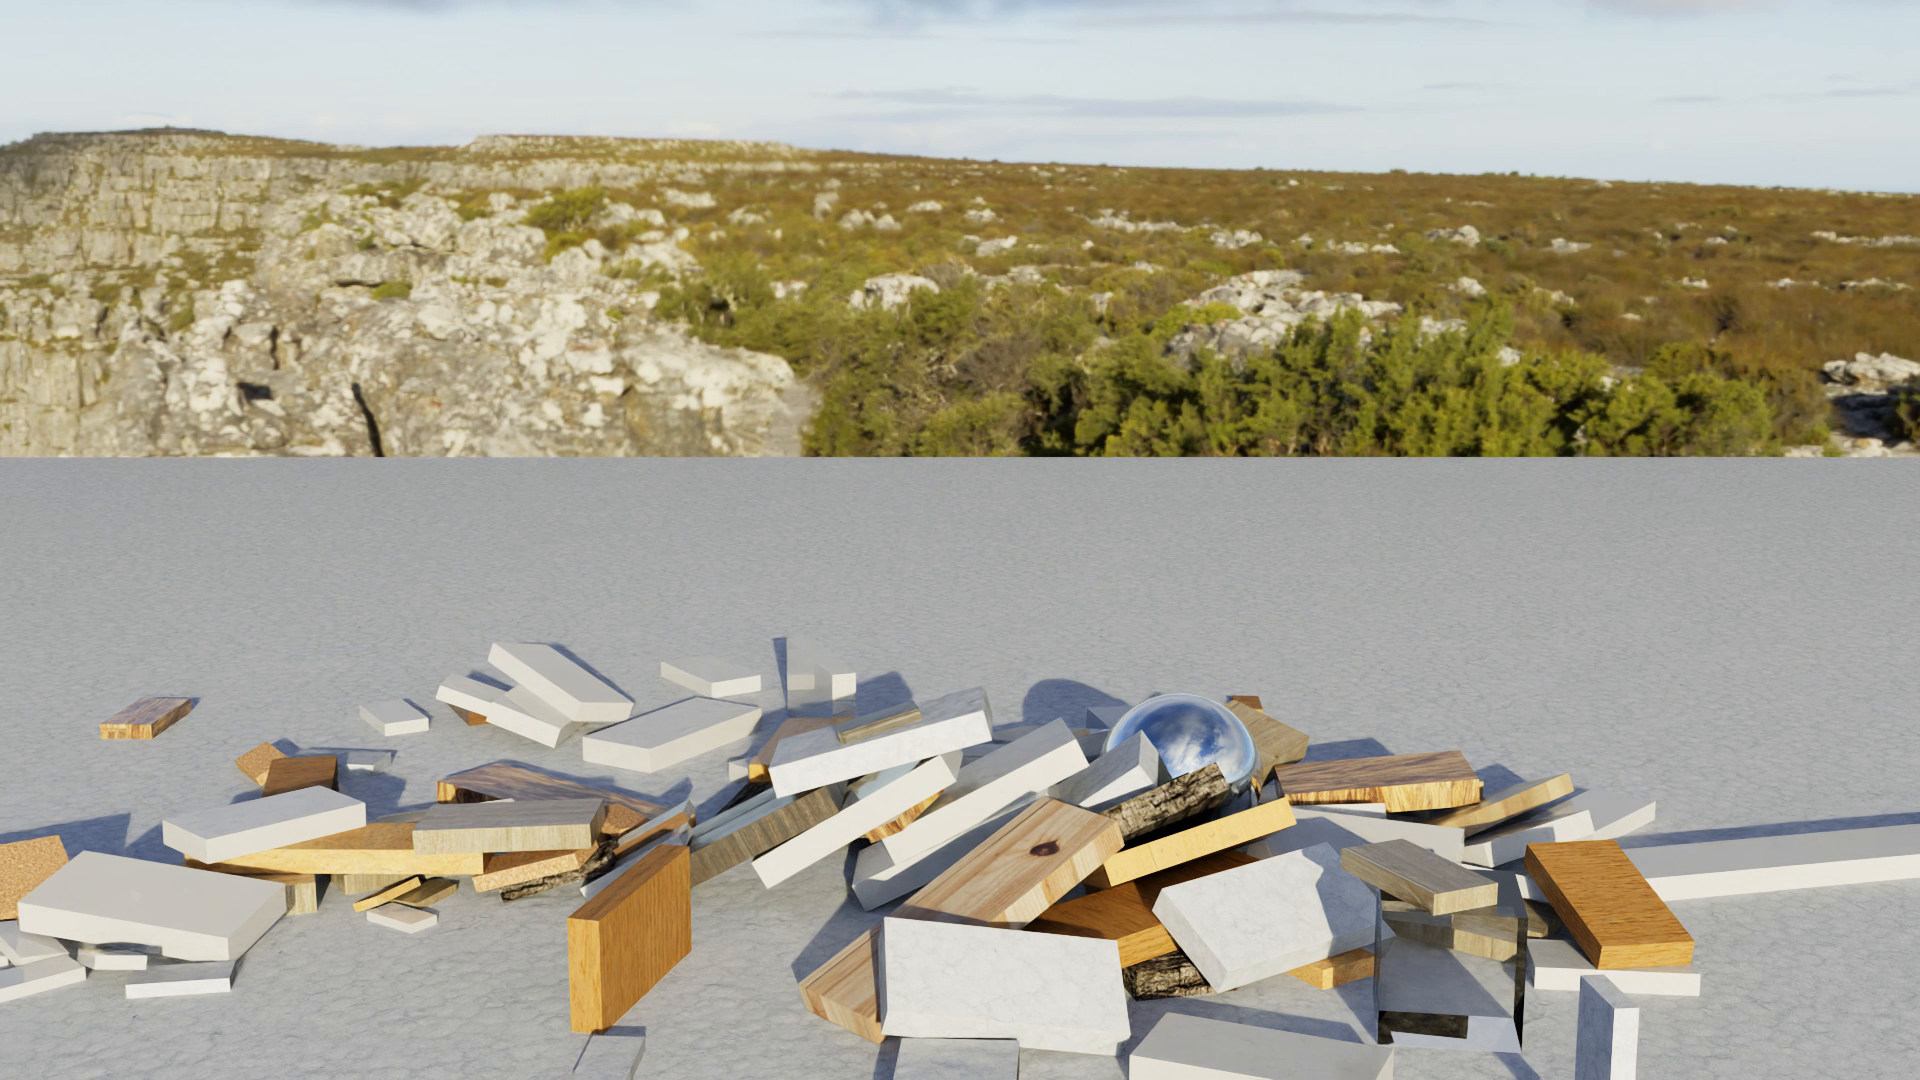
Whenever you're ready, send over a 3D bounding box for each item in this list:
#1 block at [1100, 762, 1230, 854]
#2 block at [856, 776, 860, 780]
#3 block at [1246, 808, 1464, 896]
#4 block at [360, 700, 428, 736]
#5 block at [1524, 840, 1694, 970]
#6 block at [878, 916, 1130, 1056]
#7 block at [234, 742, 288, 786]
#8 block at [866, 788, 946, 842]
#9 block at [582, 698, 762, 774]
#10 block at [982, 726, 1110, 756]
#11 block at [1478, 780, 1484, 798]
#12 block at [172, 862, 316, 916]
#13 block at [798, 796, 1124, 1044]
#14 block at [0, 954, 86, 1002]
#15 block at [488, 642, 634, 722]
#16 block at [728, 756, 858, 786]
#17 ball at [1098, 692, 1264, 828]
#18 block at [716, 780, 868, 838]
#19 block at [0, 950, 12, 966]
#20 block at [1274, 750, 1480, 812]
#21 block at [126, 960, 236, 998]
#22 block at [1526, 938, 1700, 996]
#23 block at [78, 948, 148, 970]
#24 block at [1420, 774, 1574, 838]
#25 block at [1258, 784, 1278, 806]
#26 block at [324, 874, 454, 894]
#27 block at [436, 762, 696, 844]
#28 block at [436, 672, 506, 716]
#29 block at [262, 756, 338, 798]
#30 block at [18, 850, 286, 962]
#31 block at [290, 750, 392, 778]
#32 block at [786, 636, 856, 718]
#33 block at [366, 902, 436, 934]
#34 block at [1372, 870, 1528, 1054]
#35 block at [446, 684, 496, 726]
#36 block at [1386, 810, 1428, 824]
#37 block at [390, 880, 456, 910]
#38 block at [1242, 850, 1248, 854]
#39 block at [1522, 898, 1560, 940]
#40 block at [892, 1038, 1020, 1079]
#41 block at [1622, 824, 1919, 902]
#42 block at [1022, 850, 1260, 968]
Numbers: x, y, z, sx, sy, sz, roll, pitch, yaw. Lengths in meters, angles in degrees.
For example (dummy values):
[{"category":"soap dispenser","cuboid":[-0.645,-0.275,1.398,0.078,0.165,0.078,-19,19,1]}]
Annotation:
[{"category":"block","cuboid":[0.224,0.484,3.525,0.416,0.049,0.173,-22,-20,-16]},{"category":"block","cuboid":[-0.068,0.491,4.087,0.147,0.042,0.518,-4,11,-20]},{"category":"block","cuboid":[0.641,0.515,3.575,0.328,0.046,0.164,5,29,20]},{"category":"block","cuboid":[-1.217,0.381,4.723,0.093,0.026,0.186,-6,12,-30]},{"category":"block","cuboid":[0.992,0.556,3.379,0.145,0.041,0.291,-2,24,-8]},{"category":"block","cuboid":[0.058,0.618,3.046,0.337,0.048,0.168,8,37,-10]},{"category":"block","cuboid":[-1.375,0.441,4.341,0.072,0.020,0.144,-33,26,-26]},{"category":"block","cuboid":[-0.087,0.441,3.595,0.073,0.021,0.146,-27,7,38]},{"category":"block","cuboid":[-0.591,0.401,4.552,0.173,0.049,0.371,6,12,31]},{"category":"block","cuboid":[0.158,0.407,4.378,0.147,0.042,0.293,-9,2,-33]},{"category":"block","cuboid":[0.856,0.467,4.153,0.231,0.033,0.116,-4,11,-18]},{"category":"block","cuboid":[-1.242,0.577,3.604,0.351,0.050,0.175,-4,11,-19]},{"category":"block","cuboid":[0.008,0.552,3.252,0.517,0.046,0.164,-33,29,-33]},{"category":"block","cuboid":[-1.386,0.654,3.271,0.143,0.020,0.072,-10,15,-43]},{"category":"block","cuboid":[-0.857,0.304,4.709,0.304,0.043,0.152,28,13,36]},{"category":"block","cuboid":[-0.324,0.462,4.260,0.125,0.035,0.249,-9,14,-40]},{"category":"ball","cuboid":[0.384,0.411,3.842,0.289,0.289,0.289,0,11,0]},{"category":"block","cuboid":[-0.248,0.485,3.969,0.344,0.048,0.169,-3,14,16]},{"category":"block","cuboid":[-1.482,0.632,3.400,0.054,0.015,0.109,-1,11,-5]},{"category":"block","cuboid":[0.760,0.448,4.029,0.347,0.049,0.173,-5,12,3]},{"category":"block","cuboid":[-1.157,0.653,3.271,0.146,0.021,0.073,-2,11,-10]},{"category":"block","cuboid":[0.977,0.641,3.303,0.237,0.034,0.118,1,11,7]},{"category":"block","cuboid":[-1.268,0.626,3.286,0.072,0.020,0.144,7,-9,-31]},{"category":"block","cuboid":[0.919,0.497,3.940,0.508,0.035,0.123,-10,-8,-46]},{"category":"block","cuboid":[0.522,0.488,4.127,0.324,0.033,0.116,3,11,14]},{"category":"block","cuboid":[-0.952,0.553,3.774,0.246,0.034,0.121,-7,12,-32]},{"category":"block","cuboid":[-0.733,0.495,4.060,0.532,0.043,0.152,8,13,37]},{"category":"block","cuboid":[-0.989,0.348,4.679,0.229,0.031,0.108,20,11,-3]},{"category":"block","cuboid":[-1.240,0.459,4.138,0.121,0.034,0.242,-2,11,-13]},{"category":"block","cuboid":[-1.256,0.572,3.427,0.351,0.050,0.176,7,20,10]},{"category":"block","cuboid":[-1.240,0.445,4.378,0.186,0.026,0.093,1,11,7]},{"category":"block","cuboid":[-0.293,0.326,4.616,0.049,0.173,0.346,-4,11,-19]},{"category":"block","cuboid":[-0.898,0.607,3.536,0.105,0.015,0.053,7,13,34]},{"category":"block","cuboid":[0.693,0.591,3.125,0.196,0.196,0.196,2,11,8]},{"category":"block","cuboid":[-1.049,0.361,4.820,0.108,0.031,0.217,-5,12,-25]},{"category":"block","cuboid":[0.803,0.507,4.070,0.115,0.016,0.058,5,12,26]},{"category":"block","cuboid":[-0.887,0.588,3.638,0.053,0.015,0.105,5,12,24]},{"category":"block","cuboid":[0.596,0.528,3.779,0.247,0.035,0.123,-7,-11,-33]},{"category":"block","cuboid":[0.778,0.587,3.525,0.340,0.034,0.118,9,16,28]},{"category":"block","cuboid":[-0.009,0.725,2.817,0.159,0.045,0.319,1,11,4]},{"category":"block","cuboid":[1.477,0.548,3.781,0.809,0.041,0.145,-3,11,-14]},{"category":"block","cuboid":[0.276,0.577,3.349,0.545,0.048,0.168,-10,14,-35]}]
